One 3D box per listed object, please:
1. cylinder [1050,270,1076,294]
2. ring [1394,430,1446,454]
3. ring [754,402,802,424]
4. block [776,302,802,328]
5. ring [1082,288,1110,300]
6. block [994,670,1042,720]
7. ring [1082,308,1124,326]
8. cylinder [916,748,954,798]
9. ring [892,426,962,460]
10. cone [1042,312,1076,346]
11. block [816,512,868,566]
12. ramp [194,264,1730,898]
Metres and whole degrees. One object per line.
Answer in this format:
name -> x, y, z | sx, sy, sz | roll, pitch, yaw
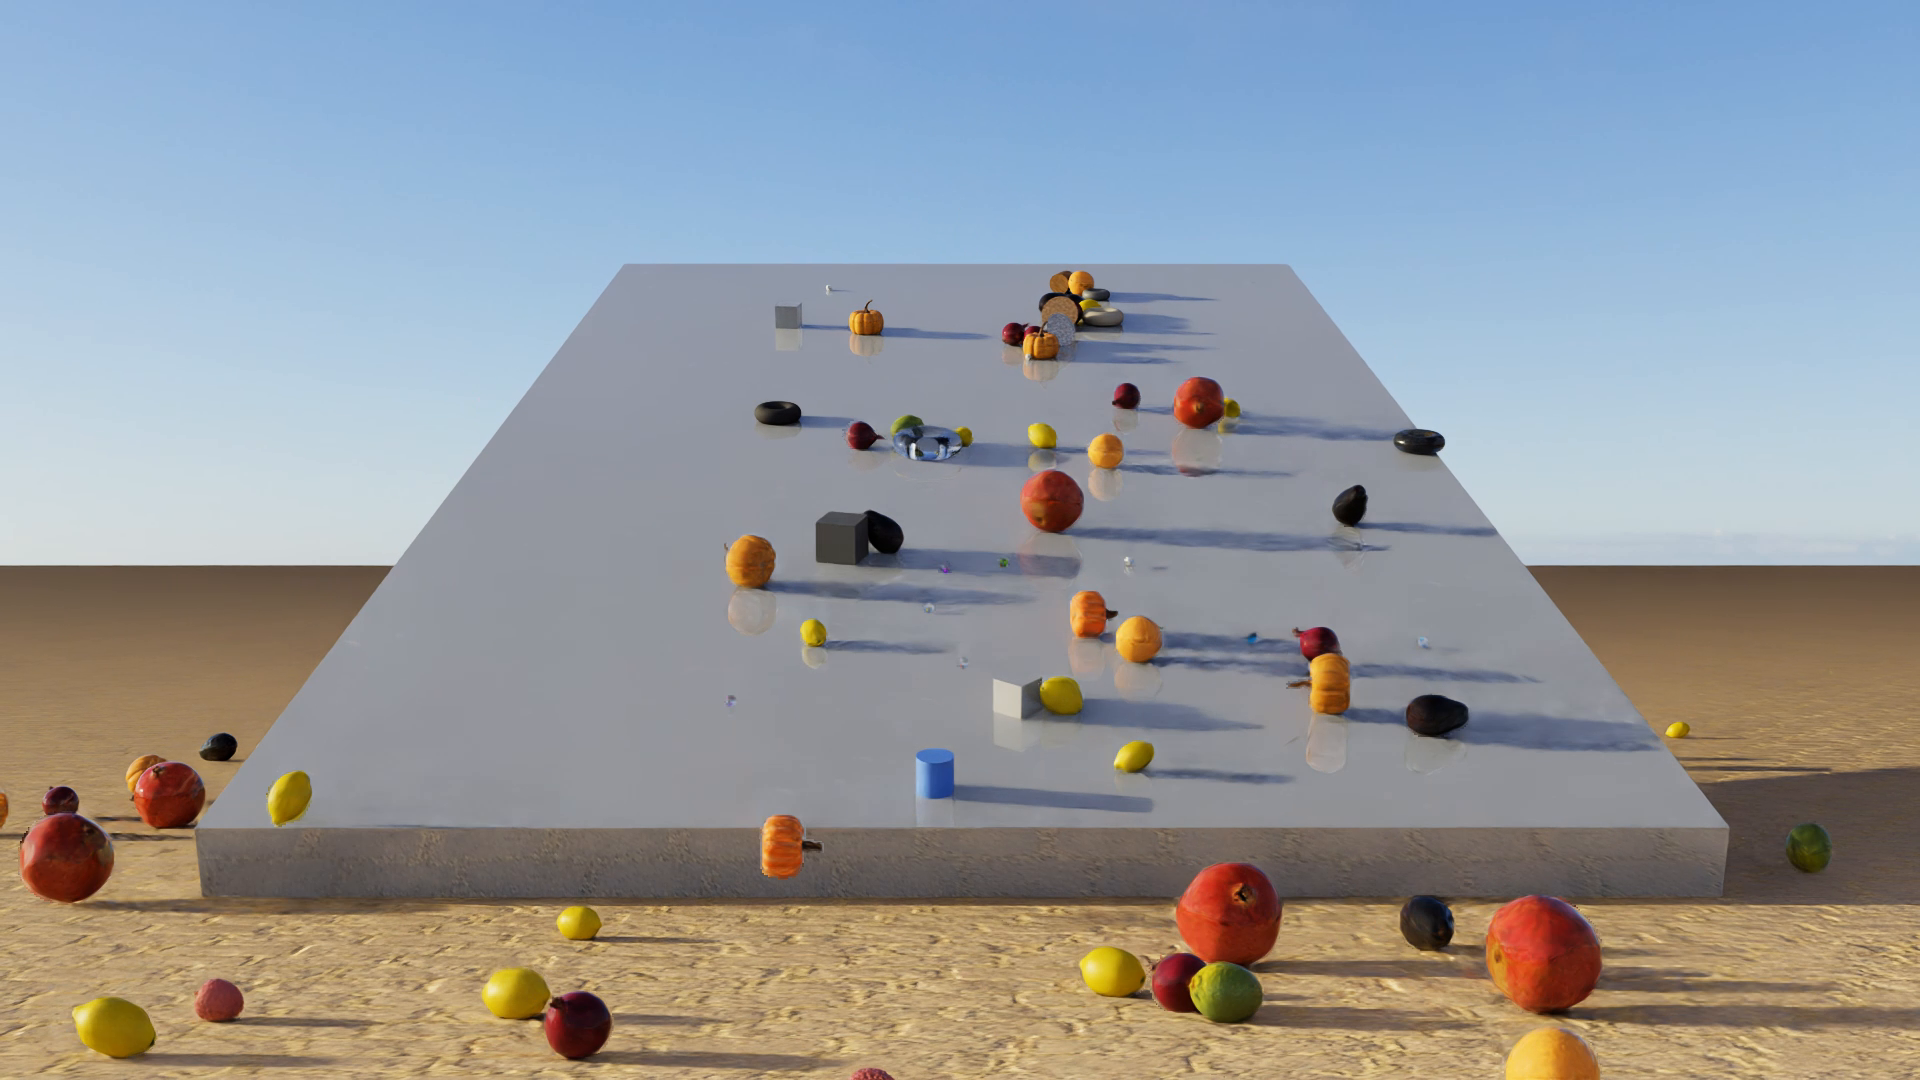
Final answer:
cylinder -> 0.290, -0.726, 6.289 | 0.058, 0.058, 0.058 | 0, 22, 20
ring -> 0.966, -0.207, 4.690 | 0.109, 0.036, 0.109 | 1, 16, 0
ring -> -0.401, -0.280, 4.916 | 0.104, 0.035, 0.104 | 1, 19, 0
block -> -0.450, -0.590, 5.854 | 0.059, 0.059, 0.059 | 2, 18, 7
ring -> 0.379, -0.683, 6.208 | 0.078, 0.026, 0.078 | 0, 16, 0
block -> 0.085, 0.227, 3.286 | 0.052, 0.052, 0.052 | 14, 22, 37
ring -> 0.377, -0.590, 5.896 | 0.113, 0.038, 0.113 | 1, 17, 0
cylinder -> -0.034, 0.315, 3.009 | 0.052, 0.052, 0.052 | 0, 18, 0
ring -> -0.068, -0.202, 4.650 | 0.146, 0.049, 0.146 | 1, 17, 0
cone -> 0.234, -0.525, 5.684 | 0.087, 0.087, 0.087 | 0, -12, -31
block -> -0.210, -0.003, 3.977 | 0.073, 0.073, 0.073 | 5, 18, 16
ramp -> -0.003, -0.181, 4.827 | 2.000, 0.100, 4.000 | 0, 18, 0
